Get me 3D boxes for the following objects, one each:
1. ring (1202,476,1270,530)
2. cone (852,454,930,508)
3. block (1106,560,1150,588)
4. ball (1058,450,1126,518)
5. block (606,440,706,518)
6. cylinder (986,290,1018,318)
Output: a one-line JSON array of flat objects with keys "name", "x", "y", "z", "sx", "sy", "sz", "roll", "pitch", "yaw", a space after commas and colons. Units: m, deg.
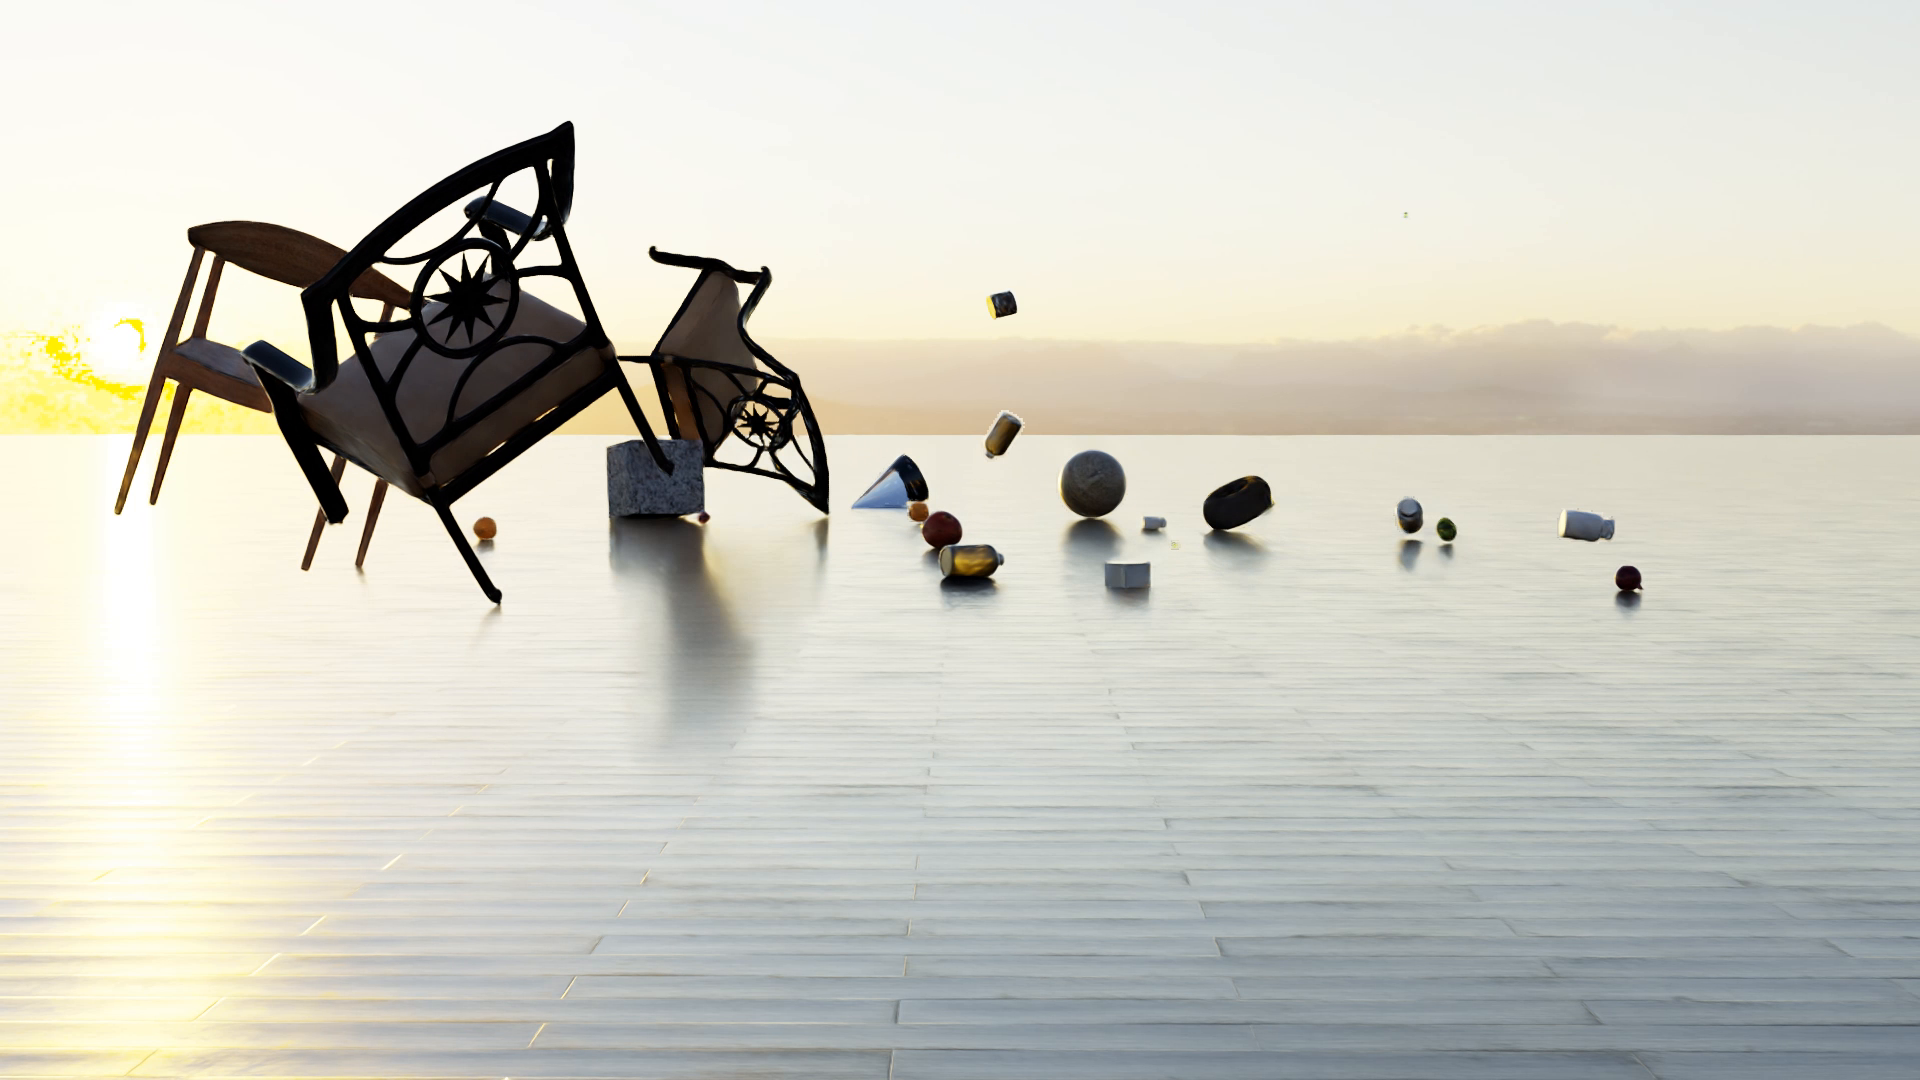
[{"name": "ring", "x": 0.890, "y": -0.119, "z": 7.070, "sx": 0.217, "sy": 0.103, "sz": 0.296, "roll": -16, "pitch": 13, "yaw": 30}, {"name": "cone", "x": -0.297, "y": -0.173, "z": 8.323, "sx": 0.286, "sy": 0.225, "sz": 0.203, "roll": -25, "pitch": -26, "yaw": -26}, {"name": "block", "x": 0.381, "y": 0.078, "z": 5.001, "sx": 0.075, "sy": 0.056, "sz": 0.068, "roll": -3, "pitch": 5, "yaw": -39}, {"name": "ball", "x": 0.461, "y": -0.196, "z": 7.656, "sx": 0.239, "sy": 0.239, "sz": 0.239, "roll": 0, "pitch": 4, "yaw": 0}, {"name": "block", "x": -1.050, "y": -0.209, "z": 7.578, "sx": 0.263, "sy": 0.250, "sz": 0.269, "roll": -2, "pitch": -1, "yaw": -25}, {"name": "cylinder", "x": 0.146, "y": -0.826, "z": 7.707, "sx": 0.082, "sy": 0.078, "sz": 0.100, "roll": -15, "pitch": 41, "yaw": -11}]
